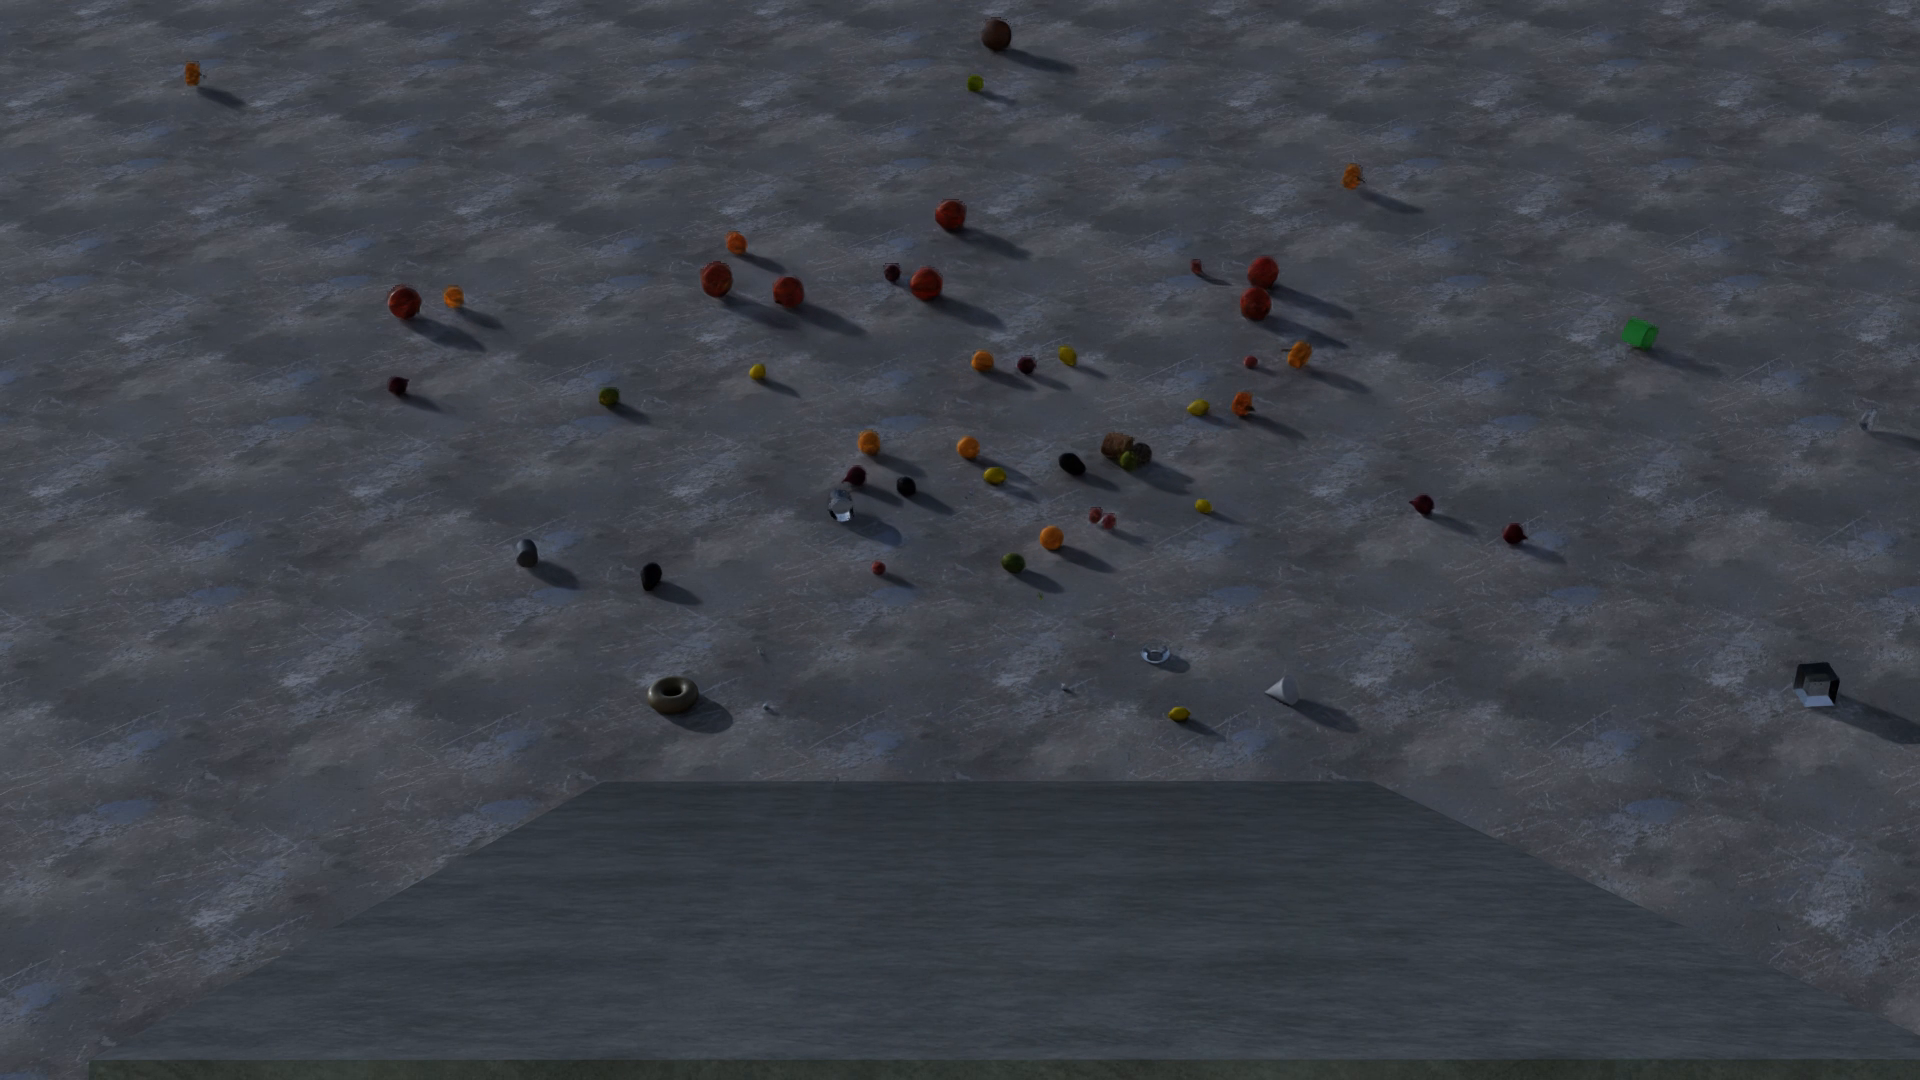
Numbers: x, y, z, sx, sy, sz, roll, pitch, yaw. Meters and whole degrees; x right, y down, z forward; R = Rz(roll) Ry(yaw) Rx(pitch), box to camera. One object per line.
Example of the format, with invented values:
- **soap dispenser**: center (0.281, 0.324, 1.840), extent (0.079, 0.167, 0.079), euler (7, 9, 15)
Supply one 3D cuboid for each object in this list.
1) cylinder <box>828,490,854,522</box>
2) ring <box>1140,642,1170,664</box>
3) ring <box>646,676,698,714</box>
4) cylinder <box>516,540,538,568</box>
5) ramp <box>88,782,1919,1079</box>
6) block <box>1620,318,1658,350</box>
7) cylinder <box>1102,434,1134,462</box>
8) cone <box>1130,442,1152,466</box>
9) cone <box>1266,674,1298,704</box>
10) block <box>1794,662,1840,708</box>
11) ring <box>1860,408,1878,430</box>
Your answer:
- **cylinder**: center (-0.367, -0.106, 7.972), extent (0.071, 0.071, 0.071), euler (-5, 30, -7)
- **ring**: center (0.553, 0.319, 7.359), extent (0.082, 0.027, 0.082), euler (0, 34, 0)
- **ring**: center (-0.795, 0.427, 7.174), extent (0.143, 0.048, 0.143), euler (-1, 34, 1)
- **cylinder**: center (-1.295, 0.041, 7.756), extent (0.061, 0.061, 0.061), euler (-7, 34, -11)
- **ramp**: center (0.073, 0.640, 4.756), extent (2.000, 0.100, 4.000), euler (0, -1, 0)
- **block**: center (2.320, -0.703, 8.859), extent (0.077, 0.077, 0.077), euler (31, 16, 37)
- **cylinder**: center (0.502, -0.295, 8.259), extent (0.074, 0.074, 0.074), euler (17, 37, 25)
- **cone**: center (0.563, -0.275, 8.266), extent (0.074, 0.074, 0.074), euler (-9, 7, -13)
- **cone**: center (0.881, 0.418, 7.197), extent (0.085, 0.085, 0.085), euler (-9, 22, 39)
- **block**: center (2.371, 0.400, 7.181), extent (0.085, 0.085, 0.085), euler (-4, 33, -6)
- **ring**: center (2.944, -0.390, 8.402), extent (0.078, 0.078, 0.026), euler (-25, 39, -33)
